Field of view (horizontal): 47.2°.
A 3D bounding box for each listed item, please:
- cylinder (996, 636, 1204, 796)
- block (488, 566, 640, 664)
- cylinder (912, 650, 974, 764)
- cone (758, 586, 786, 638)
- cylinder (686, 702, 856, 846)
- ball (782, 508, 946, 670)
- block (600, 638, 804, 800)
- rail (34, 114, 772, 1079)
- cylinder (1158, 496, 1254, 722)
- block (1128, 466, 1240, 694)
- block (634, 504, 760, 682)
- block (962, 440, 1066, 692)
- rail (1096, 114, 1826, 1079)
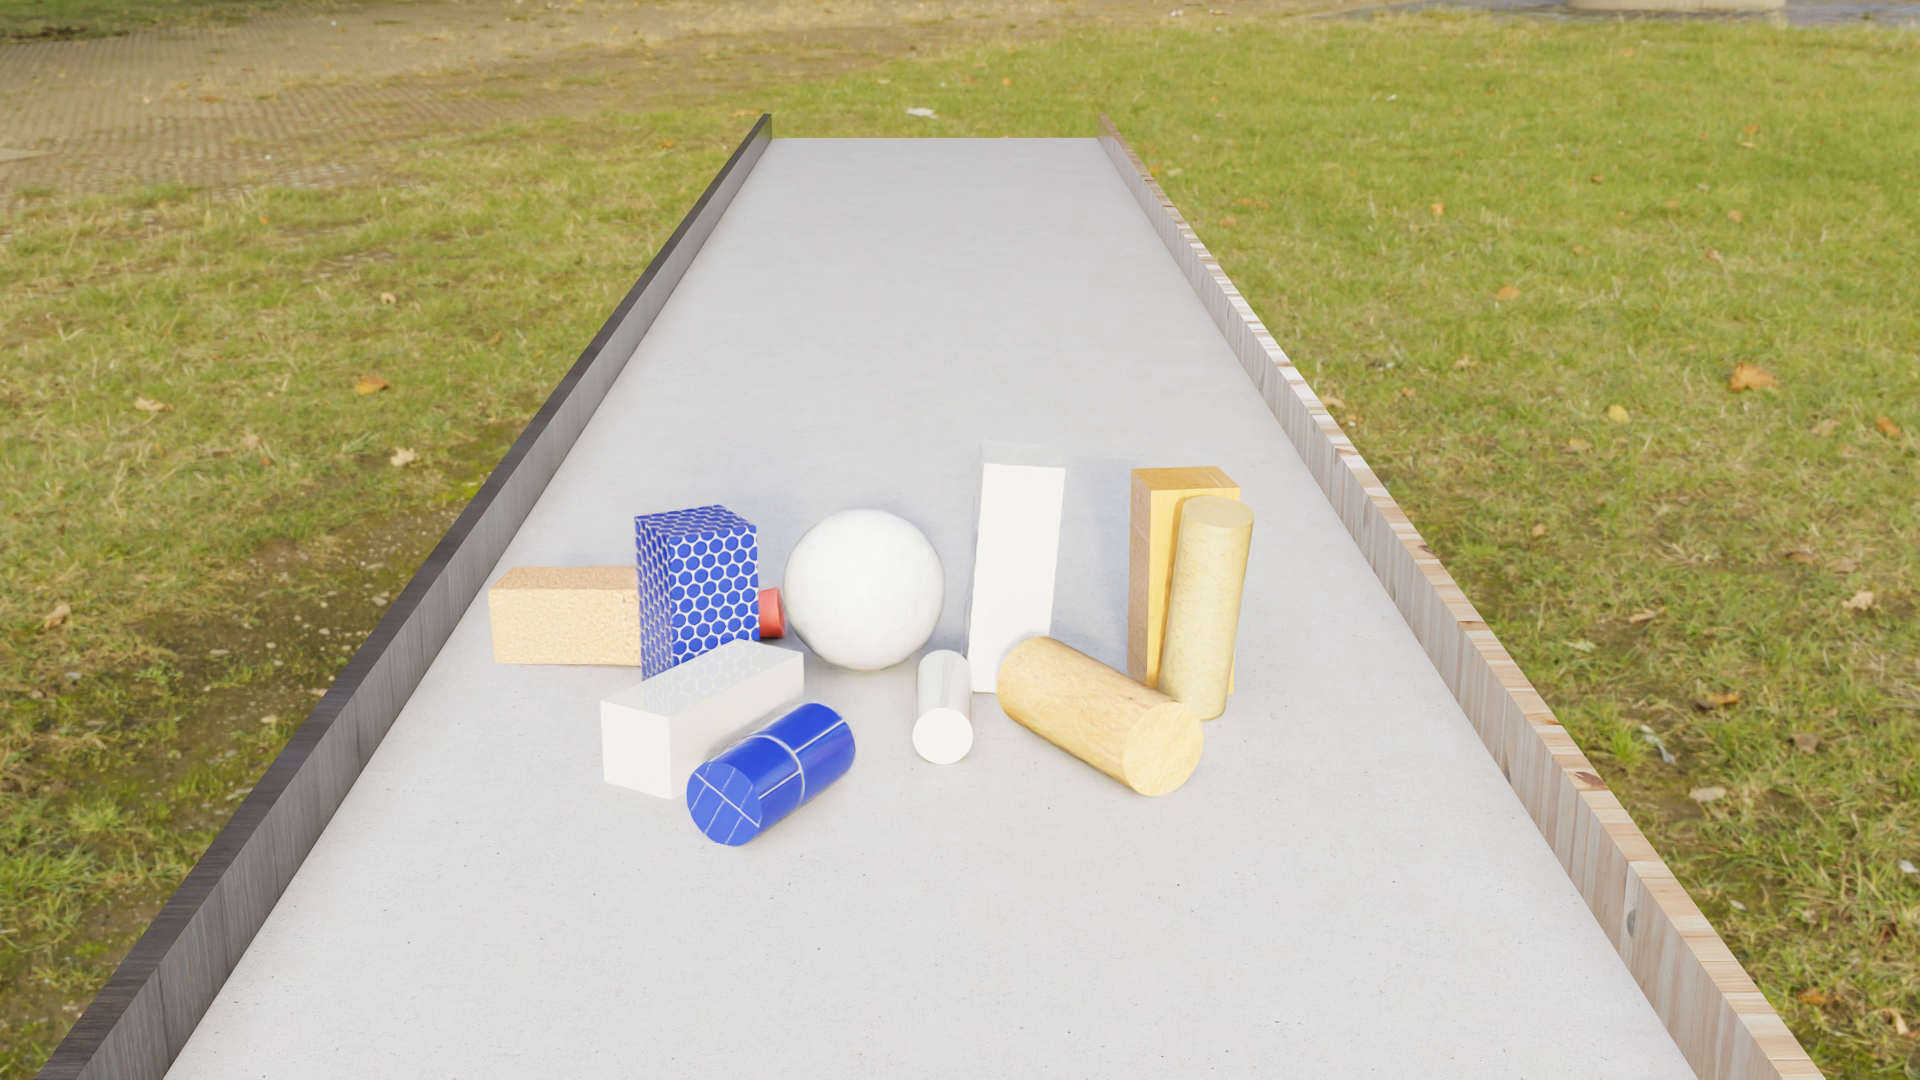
[{"bbox_3d":[0.243,0.307,3.899,0.168,0.168,0.399,-10,19,-30],"label":"cylinder"},{"bbox_3d":[-0.699,0.150,4.417,0.447,0.156,0.156,0,16,7],"label":"block"},{"bbox_3d":[-0.030,0.302,4.024,0.107,0.107,0.306,0,17,0],"label":"cylinder"},{"bbox_3d":[-0.560,0.174,4.550,0.385,0.106,0.106,-8,16,2],"label":"cone"},{"bbox_3d":[-0.312,0.386,3.674,0.145,0.145,0.305,8,18,26],"label":"cylinder"},{"bbox_3d":[-0.189,0.097,4.336,0.322,0.322,0.322,0,17,0],"label":"ball"},{"bbox_3d":[-0.452,0.313,3.912,0.150,0.150,0.384,10,19,31],"label":"block"},{"bbox_3d":[-1.118,-0.838,7.780,0.050,0.150,12.000,0,17,-1],"label":"rail"},{"bbox_3d":[0.451,0.129,4.054,0.130,0.404,0.130,4,27,-2],"label":"cylinder"},{"bbox_3d":[0.428,0.079,4.237,0.170,0.410,0.170,-2,16,-8],"label":"block"},{"bbox_3d":[-0.492,0.138,4.133,0.172,0.360,0.172,-9,19,-28],"label":"block"},{"bbox_3d":[0.099,0.054,4.218,0.151,0.456,0.151,3,19,-4],"label":"block"},{"bbox_3d":[0.932,-0.844,7.801,0.050,0.150,12.000,0,17,-1],"label":"rail"}]
